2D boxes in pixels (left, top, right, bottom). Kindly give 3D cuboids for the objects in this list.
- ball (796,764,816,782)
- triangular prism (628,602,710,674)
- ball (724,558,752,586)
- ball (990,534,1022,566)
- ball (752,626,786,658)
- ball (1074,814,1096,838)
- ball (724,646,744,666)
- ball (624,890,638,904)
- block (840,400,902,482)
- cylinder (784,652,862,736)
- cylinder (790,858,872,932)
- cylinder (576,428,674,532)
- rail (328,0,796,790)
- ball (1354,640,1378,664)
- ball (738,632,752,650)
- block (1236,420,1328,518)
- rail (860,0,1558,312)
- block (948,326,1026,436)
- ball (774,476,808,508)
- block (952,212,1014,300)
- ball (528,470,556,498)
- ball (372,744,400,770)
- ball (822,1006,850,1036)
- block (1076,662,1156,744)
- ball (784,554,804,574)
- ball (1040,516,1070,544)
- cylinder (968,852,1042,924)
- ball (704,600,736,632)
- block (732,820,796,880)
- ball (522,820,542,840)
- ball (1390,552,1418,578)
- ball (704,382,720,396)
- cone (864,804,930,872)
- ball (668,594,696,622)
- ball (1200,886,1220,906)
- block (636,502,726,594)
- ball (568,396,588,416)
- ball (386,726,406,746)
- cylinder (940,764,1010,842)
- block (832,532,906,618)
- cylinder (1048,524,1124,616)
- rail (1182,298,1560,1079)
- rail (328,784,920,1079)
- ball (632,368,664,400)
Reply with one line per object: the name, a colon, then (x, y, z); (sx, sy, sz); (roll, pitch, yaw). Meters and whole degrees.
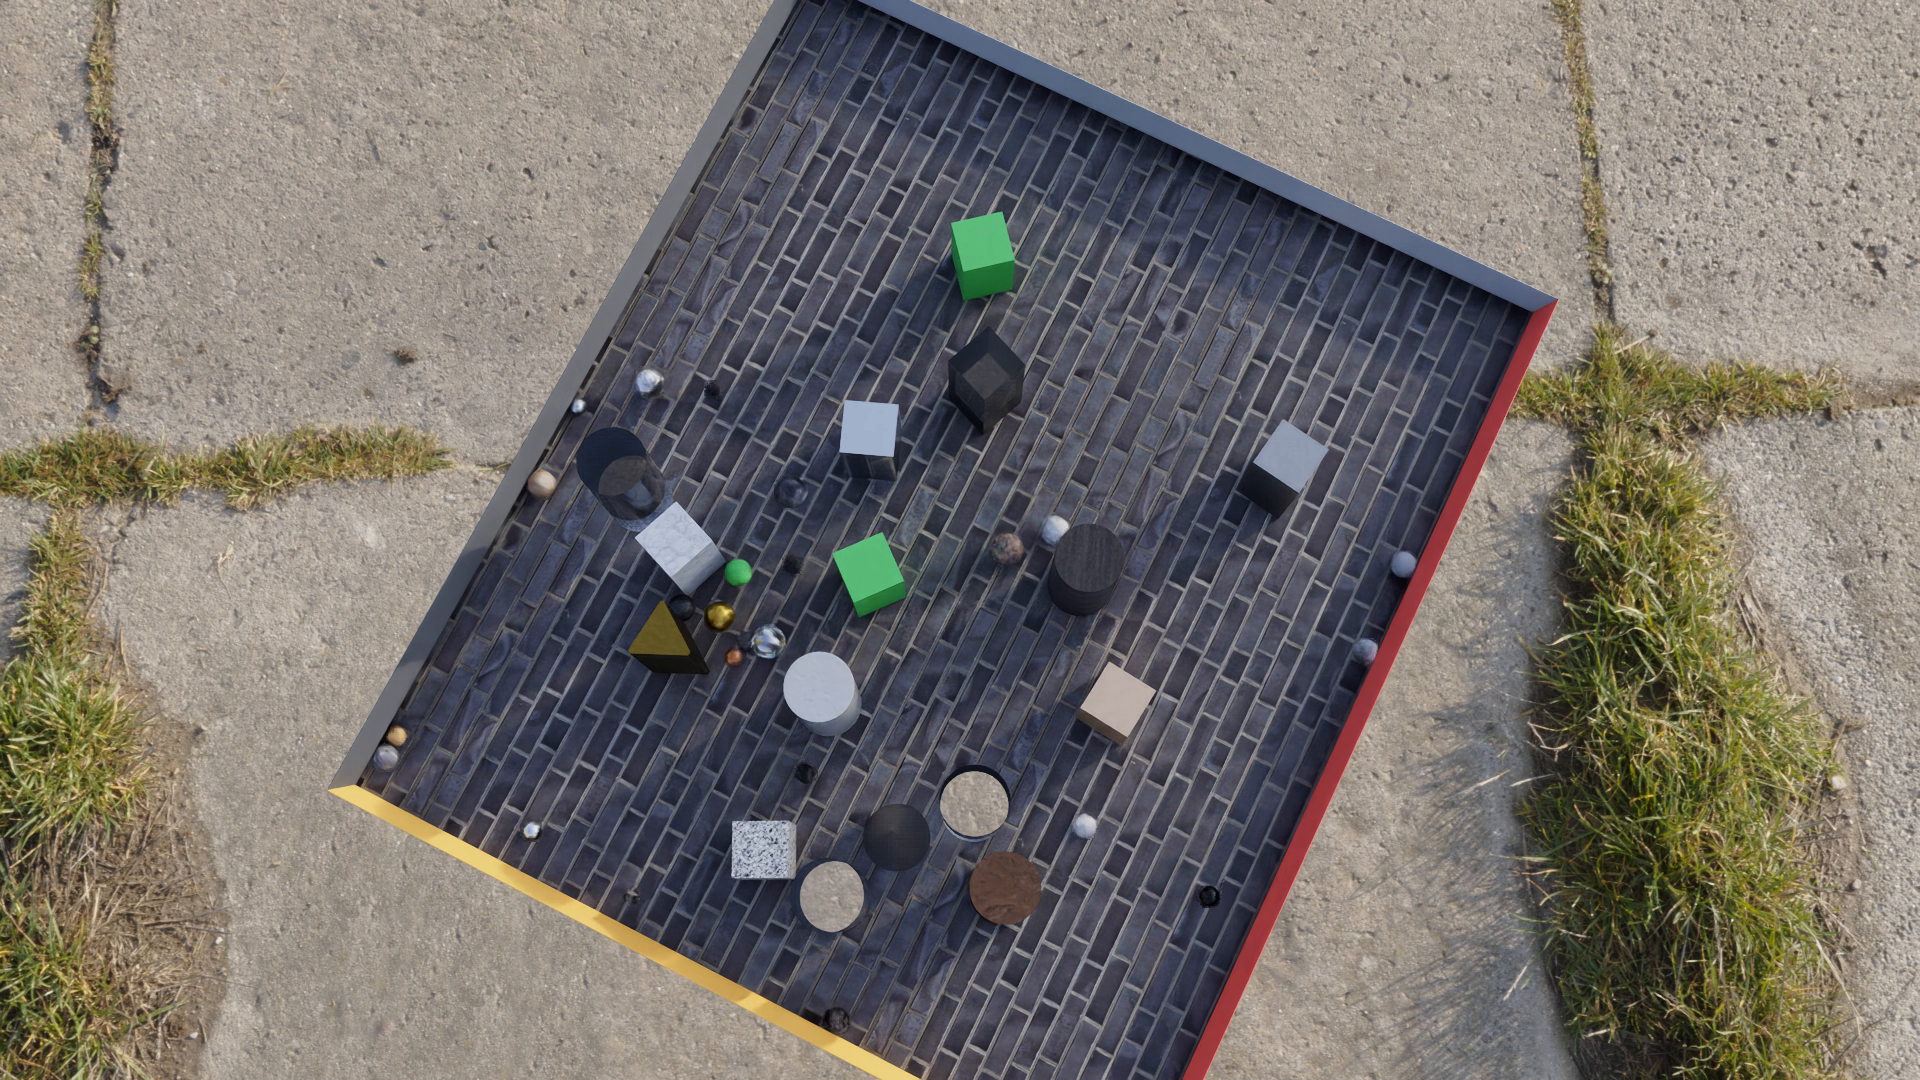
ball: (-0.459, 0.693, 5.444); (0.057, 0.057, 0.057); (0, 78, 0)
triangular prism: (-0.841, 0.285, 5.349); (0.172, 0.408, 0.149); (2, 78, 0)
ball: (-0.672, 0.099, 5.554); (0.083, 0.083, 0.083); (0, 78, 0)
ball: (0.142, 0.028, 5.561); (0.097, 0.097, 0.097); (0, 78, 0)
ball: (-0.575, 0.306, 5.503); (0.099, 0.099, 0.099); (0, 78, 0)
ball: (0.369, 0.843, 5.408); (0.067, 0.067, 0.067); (0, 78, 0)
ball: (-0.679, 0.350, 5.516); (0.056, 0.056, 0.056); (0, 78, 0)
ball: (-0.965, 1.046, 5.379); (0.042, 0.042, 0.042); (0, 78, 0)
block: (-0.267, -0.296, 5.522); (0.159, 0.306, 0.159); (5, 78, 1)
cylinder: (-0.395, 0.451, 5.319); (0.199, 0.400, 0.199); (0, 78, 0)
cylinder: (-0.358, 1.004, 5.165); (0.199, 0.478, 0.199); (0, 78, 0)
cylinder: (-0.981, -0.172, 5.399); (0.199, 0.496, 0.199); (0, 78, 0)
rail: (-1.154, -0.558, 5.665); (0.045, 0.129, 2.993); (26, 80, 5)
ball: (1.221, 0.335, 5.509); (0.075, 0.075, 0.075); (0, 78, 0)
ball: (-0.647, 0.303, 5.527); (0.052, 0.052, 0.052); (0, 78, 0)
block: (0.959, -0.209, 5.481); (0.159, 0.349, 0.159); (35, 80, 7)
rail: (0.659, -1.283, 5.815); (2.628, 0.129, 0.045); (26, 80, 5)
block: (0.078, -0.475, 5.515); (0.159, 0.392, 0.159); (-41, 81, -8)
ball: (-0.516, -0.146, 5.596); (0.099, 0.099, 0.099); (0, 78, 0)
block: (0.069, -0.874, 5.661); (0.159, 0.267, 0.159); (-13, 79, -3)
ball: (-1.281, -0.171, 5.608); (0.086, 0.086, 0.086); (0, 78, 0)
ball: (-1.706, 0.646, 5.444); (0.077, 0.077, 0.077); (0, 78, 0)
ball: (-0.359, 1.388, 5.289); (0.080, 0.080, 0.080); (0, 78, 0)
block: (0.455, 0.483, 5.390); (0.159, 0.247, 0.159); (32, 80, 6)
ball: (-0.507, 0.075, 5.570); (0.061, 0.061, 0.061); (0, 78, 0)
ball: (0.289, -0.029, 5.578); (0.088, 0.088, 0.088); (0, 78, 0)
cylinder: (0.125, 0.995, 5.224); (0.199, 0.365, 0.199); (0, 78, 0)
ball: (-0.723, 0.230, 5.522); (0.092, 0.092, 0.092); (0, 78, 0)
block: (-0.565, 0.900, 5.303); (0.159, 0.250, 0.159); (-1, 78, 0)
ball: (-1.262, 0.857, 5.409); (0.059, 0.059, 0.059); (0, 78, 0)
ball: (1.346, 0.075, 5.560); (0.081, 0.081, 0.081); (0, 78, 0)
ball: (-0.770, -0.467, 5.690); (0.045, 0.045, 0.045); (0, 78, 0)
cone: (-0.187, 0.840, 5.232); (0.199, 0.413, 0.199); (0, 78, 0)
ball: (-0.840, 0.205, 5.531); (0.084, 0.084, 0.084); (0, 78, 0)
ball: (0.731, 1.044, 5.370); (0.059, 0.059, 0.059); (0, 78, 0)
block: (-0.827, 0.030, 5.447); (0.159, 0.320, 0.159); (-42, 81, -8)
ball: (-1.184, -0.414, 5.672); (0.059, 0.059, 0.059); (0, 78, 0)
ball: (-1.680, 0.585, 5.465); (0.060, 0.060, 0.060); (0, 78, 0)
cylinder: (0.042, 0.760, 5.271); (0.199, 0.368, 0.199); (0, 78, 0)
block: (-0.267, 0.106, 5.457); (0.159, 0.269, 0.159); (-23, 79, -5)
cylinder: (0.366, 0.092, 5.386); (0.199, 0.414, 0.199); (0, 78, 0)
rail: (1.154, 0.572, 5.431); (0.045, 0.129, 2.993); (26, 80, 5)
rail: (-0.659, 1.297, 5.281); (2.628, 0.129, 0.045); (26, 80, 5)
ball: (-0.963, -0.485, 5.667); (0.098, 0.098, 0.098); (0, 78, 0)
